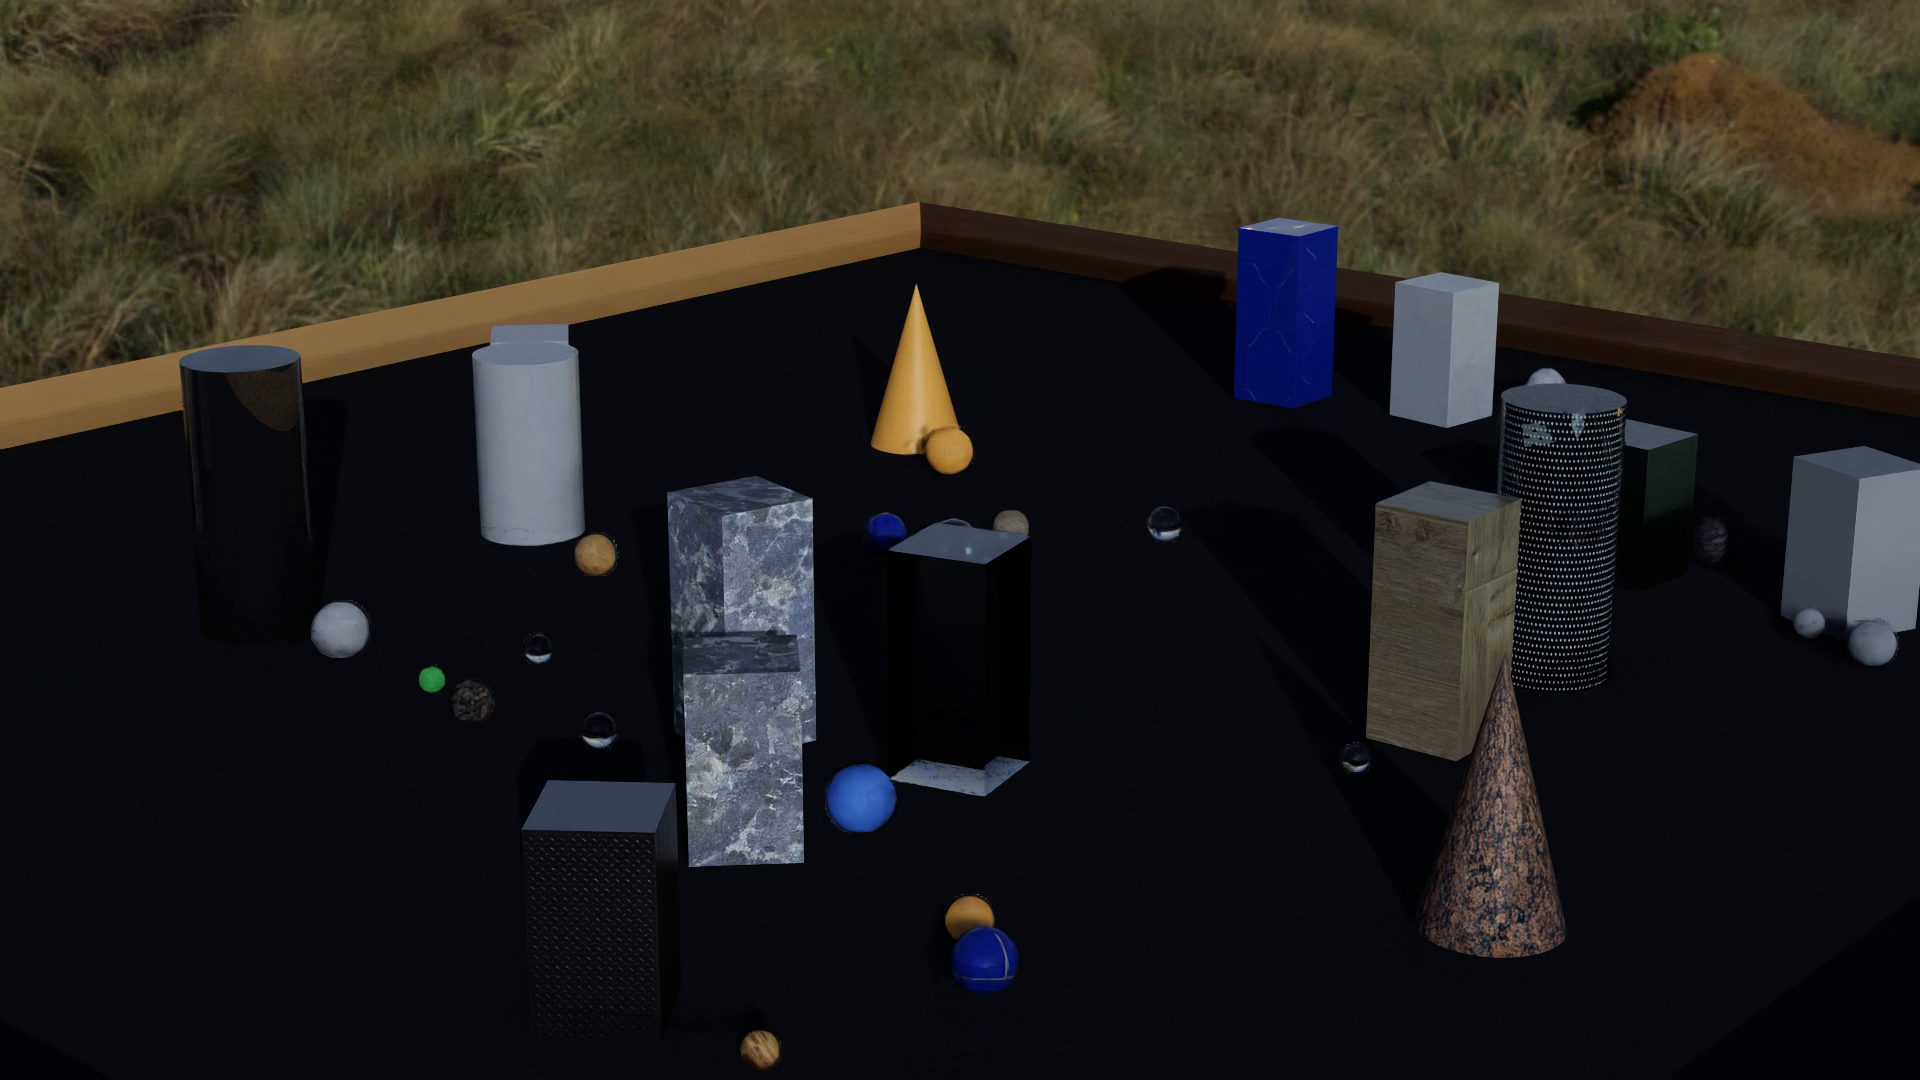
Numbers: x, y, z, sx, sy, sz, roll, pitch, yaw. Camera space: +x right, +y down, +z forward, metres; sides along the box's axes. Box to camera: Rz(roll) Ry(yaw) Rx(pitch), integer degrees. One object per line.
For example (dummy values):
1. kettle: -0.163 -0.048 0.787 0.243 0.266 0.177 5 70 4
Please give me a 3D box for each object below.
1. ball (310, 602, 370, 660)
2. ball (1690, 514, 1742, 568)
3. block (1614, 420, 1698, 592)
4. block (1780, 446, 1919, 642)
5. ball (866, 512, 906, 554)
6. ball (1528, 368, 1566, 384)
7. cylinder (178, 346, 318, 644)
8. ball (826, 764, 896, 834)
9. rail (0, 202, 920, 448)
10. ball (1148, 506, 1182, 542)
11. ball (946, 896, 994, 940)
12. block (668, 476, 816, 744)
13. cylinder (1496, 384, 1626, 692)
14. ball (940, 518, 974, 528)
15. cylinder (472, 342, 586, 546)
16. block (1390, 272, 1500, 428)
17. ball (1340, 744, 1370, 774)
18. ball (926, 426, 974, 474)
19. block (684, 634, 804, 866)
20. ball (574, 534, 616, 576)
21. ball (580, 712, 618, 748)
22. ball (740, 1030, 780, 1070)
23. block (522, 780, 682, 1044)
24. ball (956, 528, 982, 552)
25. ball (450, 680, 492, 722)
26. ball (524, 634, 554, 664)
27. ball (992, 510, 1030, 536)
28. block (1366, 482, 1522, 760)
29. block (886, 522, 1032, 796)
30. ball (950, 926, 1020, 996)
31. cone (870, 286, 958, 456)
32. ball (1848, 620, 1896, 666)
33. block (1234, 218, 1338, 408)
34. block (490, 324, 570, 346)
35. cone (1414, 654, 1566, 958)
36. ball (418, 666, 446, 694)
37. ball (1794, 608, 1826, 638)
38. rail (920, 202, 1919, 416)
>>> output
1. ball: -1.014 0.148 4.795 0.095 0.095 0.095 0 17 0
2. ball: 1.356 0.002 5.276 0.097 0.097 0.097 0 17 0
3. block: 1.192 -0.064 5.212 0.156 0.258 0.156 -15 23 -42
4. block: 1.509 0.005 4.944 0.156 0.282 0.156 -8 19 -25
5. ball: -0.136 -0.013 5.361 0.074 0.074 0.074 0 17 0
6. ball: 1.280 -0.331 6.396 0.087 0.087 0.087 0 17 0
7. cylinder: -1.186 -0.076 4.896 0.195 0.465 0.195 0 17 0
8. ball: -0.137 0.360 4.086 0.097 0.097 0.097 0 17 0
9. rail: -1.597 -0.369 6.448 0.045 0.127 4.586 14 22 39
10. ball: 0.380 -0.030 5.434 0.065 0.065 0.065 0 17 0
11. ball: 0.012 0.485 3.733 0.062 0.062 0.062 0 17 0
12. block: -0.327 0.116 4.404 0.156 0.381 0.156 -12 20 -34
13. cylinder: 0.948 -0.004 4.672 0.195 0.456 0.195 0 17 0
14. ball: -0.010 0.010 5.245 0.098 0.098 0.098 0 17 0
15. cylinder: -0.802 -0.181 5.457 0.195 0.341 0.195 0 17 0
16. block: 1.040 -0.410 6.301 0.156 0.292 0.156 -15 22 -41
17. ball: 0.581 0.322 4.309 0.042 0.042 0.042 0 17 0
18. ball: -0.022 -0.179 5.875 0.097 0.097 0.097 0 17 0
19. block: -0.297 0.287 4.020 0.156 0.275 0.156 -1 17 -5
20. ball: -0.651 0.027 5.231 0.075 0.075 0.075 0 17 0
21. ball: -0.542 0.286 4.406 0.054 0.054 0.054 0 17 0
22. ball: -0.232 0.592 3.406 0.046 0.046 0.046 0 17 0
23. block: -0.426 0.444 3.512 0.156 0.269 0.156 1 17 3
24. ball: 0.017 0.000 5.367 0.047 0.047 0.047 0 17 0
25. ball: -0.753 0.249 4.511 0.065 0.065 0.065 0 17 0
26. ball: -0.686 0.178 4.778 0.047 0.047 0.047 0 17 0
27. ball: 0.094 -0.022 5.403 0.069 0.069 0.069 0 17 0
28. block: 0.726 0.120 4.410 0.156 0.371 0.156 13 21 37
29. block: 0.000 0.172 4.271 0.156 0.351 0.156 8 19 25
30. ball: 0.030 0.515 3.593 0.084 0.084 0.084 0 17 0
31. cone: -0.090 -0.365 6.072 0.195 0.339 0.195 0 17 0
32. ball: 1.481 0.168 4.760 0.076 0.076 0.076 0 17 0
33. block: 0.716 -0.500 6.449 0.156 0.380 0.156 13 21 37
34. block: -0.878 -0.303 6.020 0.156 0.249 0.156 -2 17 -7
35. cone: 0.686 0.320 3.740 0.195 0.375 0.195 0 17 0
36. ball: -0.836 0.221 4.641 0.042 0.042 0.042 0 17 0
37. ball: 1.418 0.140 4.897 0.051 0.051 0.051 0 17 0
38. rail: 1.488 -0.463 6.761 4.278 0.127 0.045 14 22 39
